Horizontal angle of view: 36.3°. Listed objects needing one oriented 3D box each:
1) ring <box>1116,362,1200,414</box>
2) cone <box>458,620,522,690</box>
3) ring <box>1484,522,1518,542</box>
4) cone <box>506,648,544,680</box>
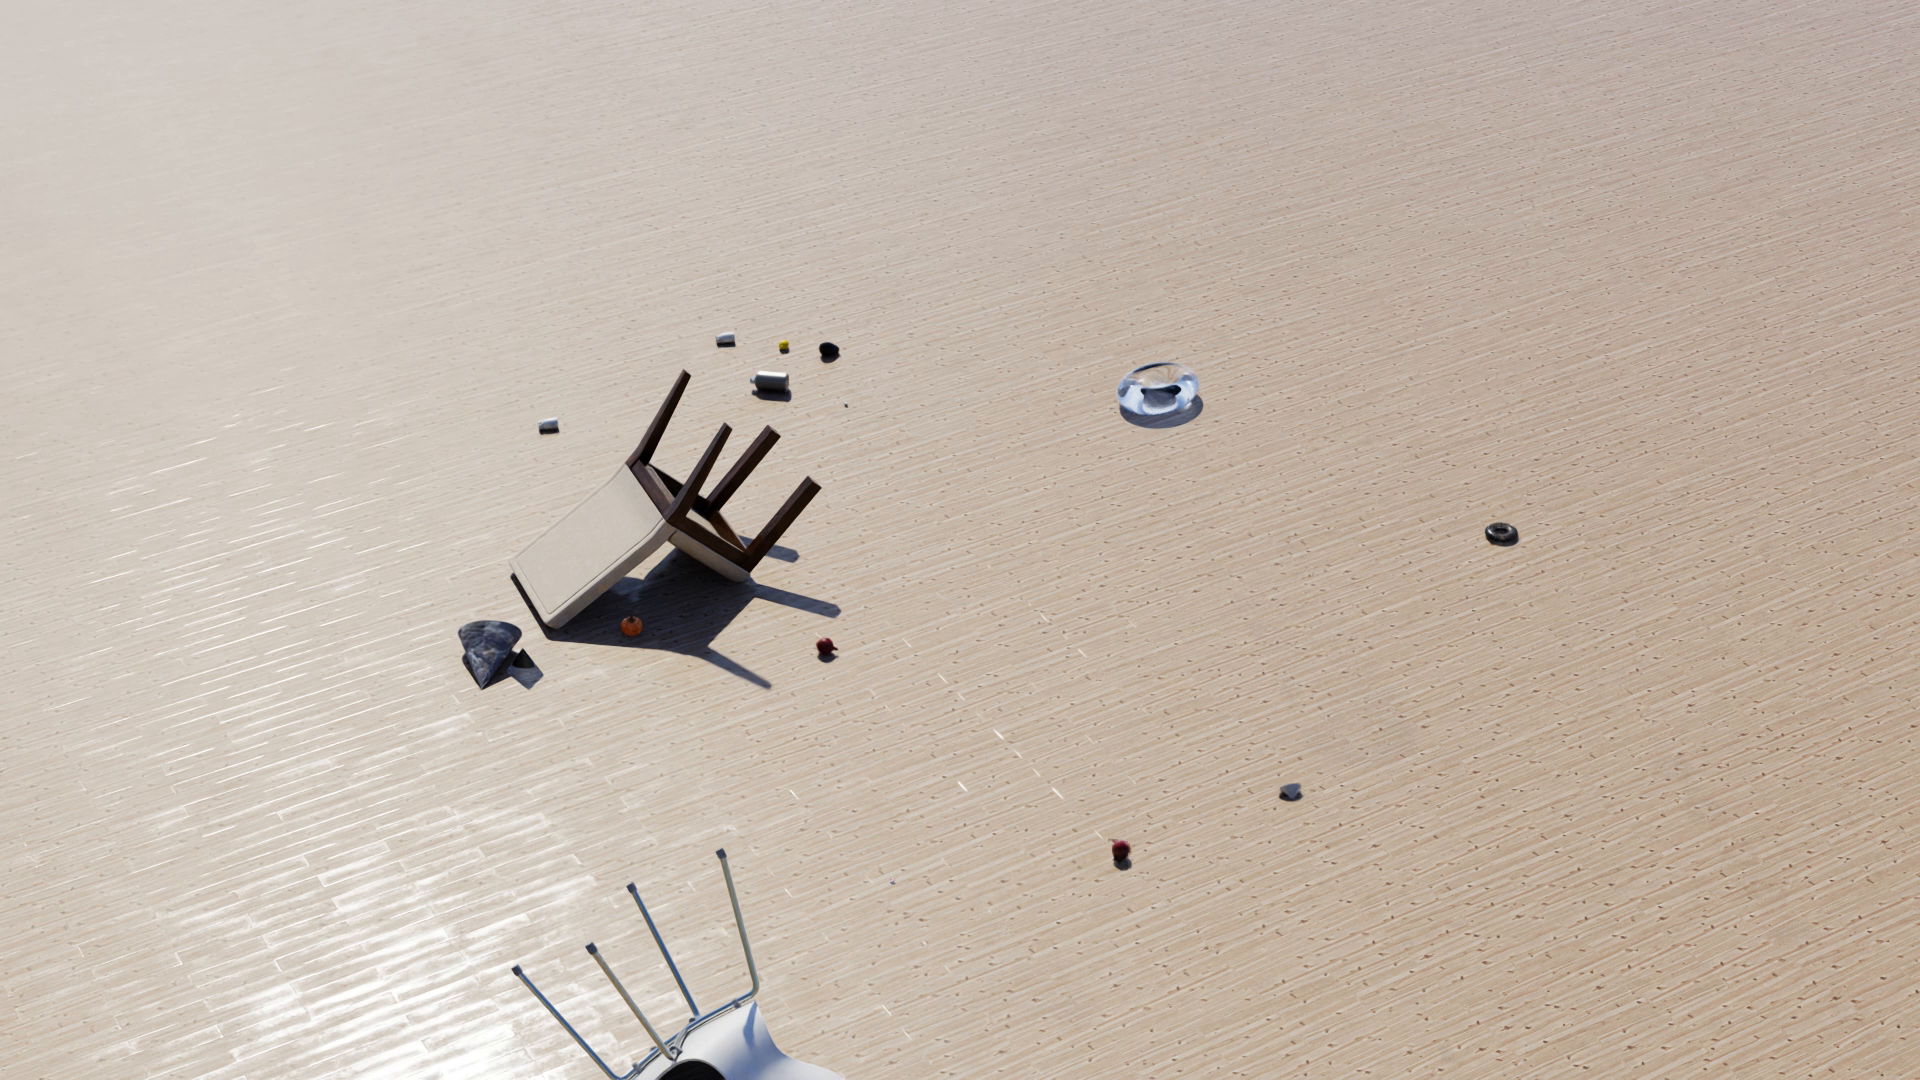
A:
[{"bbox_3d":[0.795,-0.609,11.766,0.357,0.114,0.266,-18,39,-24],"label":"ring"},{"bbox_3d":[-1.655,0.425,10.233,0.228,0.151,0.251,-3,50,5],"label":"cone"},{"bbox_3d":[2.025,-0.028,10.962,0.125,0.028,0.121,-4,34,-7],"label":"ring"},{"bbox_3d":[-1.518,0.419,10.209,0.137,0.110,0.077,10,35,14],"label":"cone"}]
